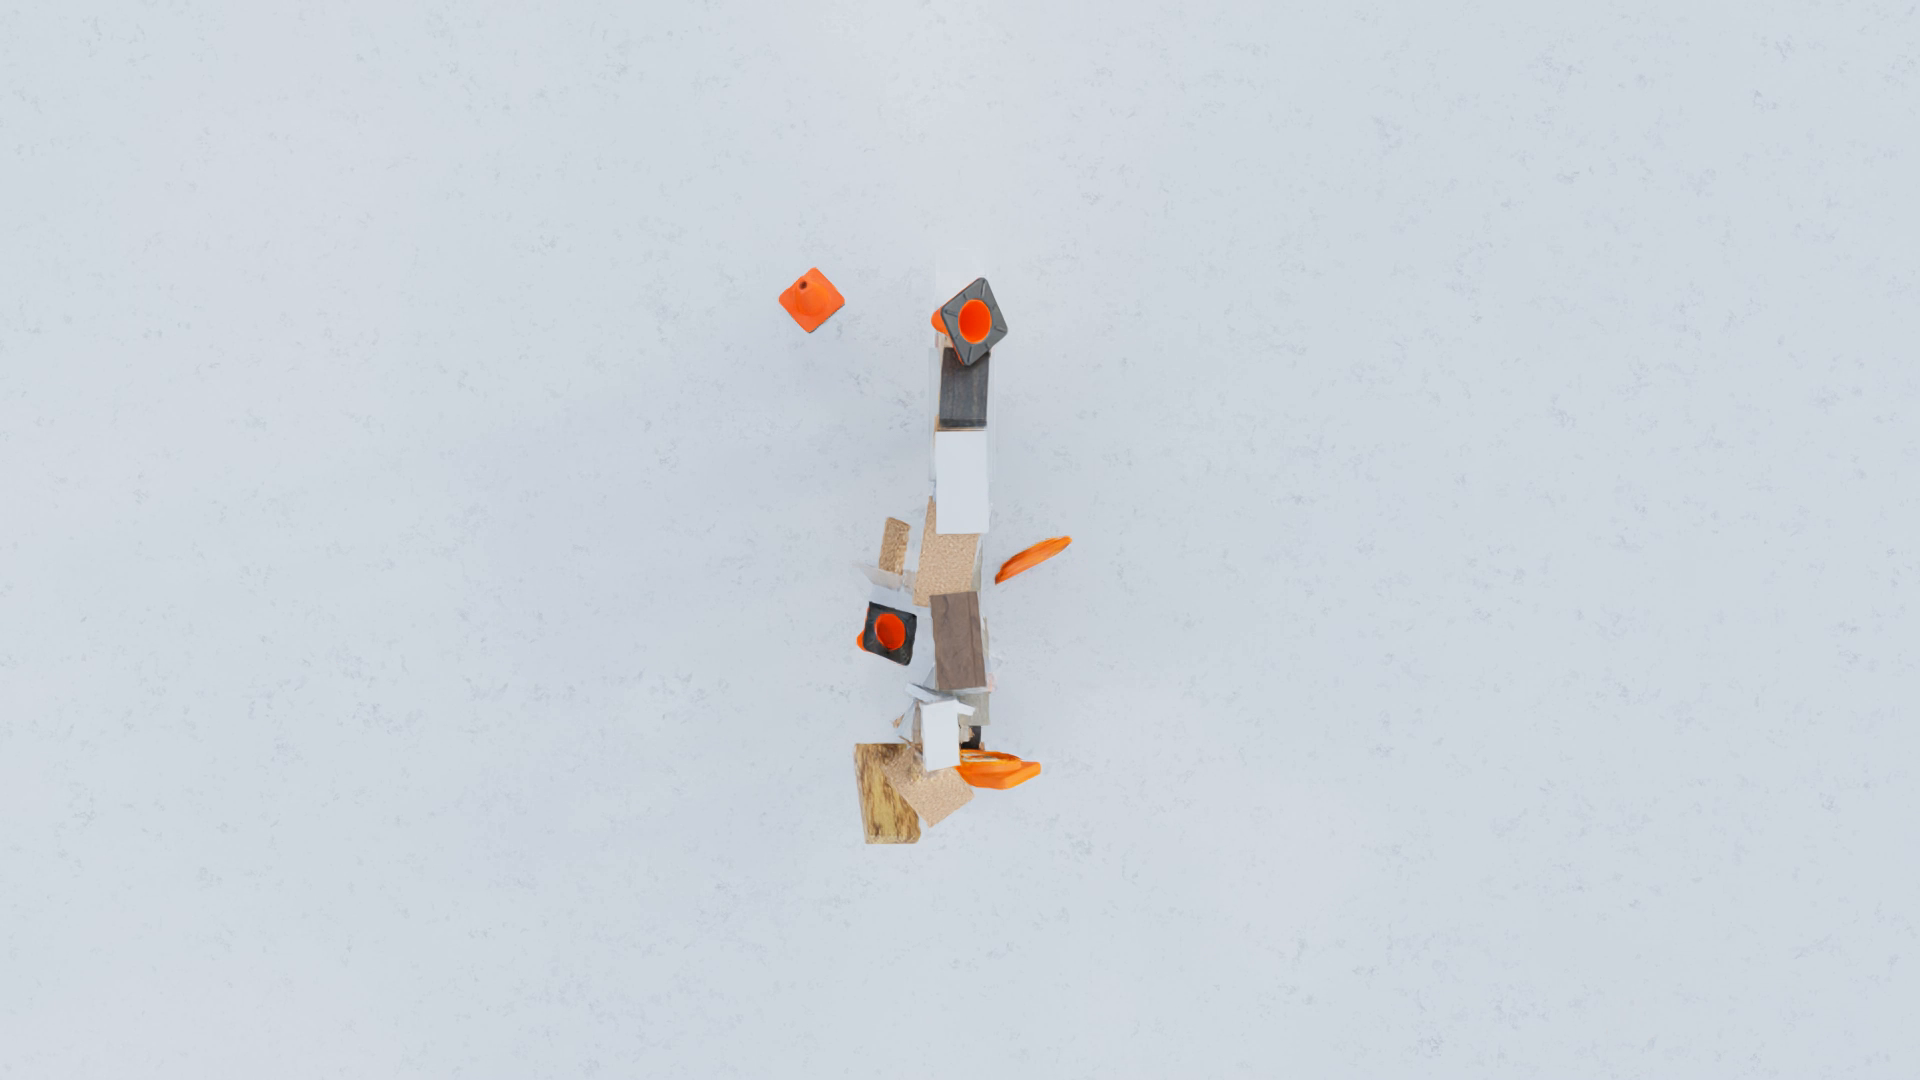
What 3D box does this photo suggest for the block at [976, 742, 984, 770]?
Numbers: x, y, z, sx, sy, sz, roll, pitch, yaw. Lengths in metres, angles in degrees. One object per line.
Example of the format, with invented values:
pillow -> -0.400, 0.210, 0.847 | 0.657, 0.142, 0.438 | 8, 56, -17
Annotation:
block -> -0.005, 0.692, 5.335 | 0.163, 0.326, 0.046 | 5, 91, 1

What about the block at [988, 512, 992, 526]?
block -> 0.002, -0.068, 4.778 | 0.174, 0.362, 0.049 | 2, 90, 0

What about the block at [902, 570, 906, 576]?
block -> -0.113, 0.117, 5.081 | 0.202, 0.101, 0.029 | 6, 95, -32

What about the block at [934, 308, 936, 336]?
block -> -0.001, -0.559, 5.155 | 0.161, 0.046, 0.322 | 0, 90, 0

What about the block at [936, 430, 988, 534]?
block -> 0.004, -0.144, 4.139 | 0.127, 0.036, 0.255 | -1, 91, -1

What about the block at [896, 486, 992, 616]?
block -> -0.044, 0.041, 4.584 | 0.174, 0.049, 0.348 | 17, 98, -2

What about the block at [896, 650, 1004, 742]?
block -> -0.031, 0.449, 4.767 | 0.168, 0.048, 0.336 | 29, 95, -1

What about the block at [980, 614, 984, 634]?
block -> -0.004, 0.211, 4.288 | 0.120, 0.240, 0.034 | 4, 81, 4

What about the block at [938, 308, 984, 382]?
block -> 0.005, -0.499, 4.369 | 0.120, 0.034, 0.333 | -1, 45, -2

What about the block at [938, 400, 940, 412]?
block -> 0.006, -0.362, 4.293 | 0.120, 0.239, 0.034 | -1, 112, 0

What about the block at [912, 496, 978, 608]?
block -> -0.031, 0.037, 4.250 | 0.141, 0.040, 0.282 | 9, 96, 0

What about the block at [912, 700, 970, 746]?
block -> -0.051, 0.502, 4.593 | 0.153, 0.306, 0.043 | -6, 100, 2

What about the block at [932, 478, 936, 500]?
block -> -0.004, -0.131, 4.285 | 0.127, 0.255, 0.036 | 7, 100, -1

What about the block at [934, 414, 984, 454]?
block -> -0.004, -0.278, 4.284 | 0.127, 0.255, 0.036 | 0, 109, 0

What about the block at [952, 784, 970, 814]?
block -> -0.001, 0.814, 5.348 | 0.071, 0.020, 0.142 | 0, 90, 0

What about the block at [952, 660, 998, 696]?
block -> 0.034, 0.359, 4.289 | 0.120, 0.240, 0.034 | -7, 74, 2

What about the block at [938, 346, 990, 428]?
block -> 0.012, -0.389, 4.185 | 0.120, 0.034, 0.239 | 1, 55, 3

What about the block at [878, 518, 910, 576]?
block -> -0.204, 0.041, 5.016 | 0.029, 0.101, 0.202 | 4, 101, -32

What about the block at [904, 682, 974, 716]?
block -> -0.052, 0.417, 4.302 | 0.090, 0.203, 0.026 | 23, 89, 36

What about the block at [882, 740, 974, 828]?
block -> -0.083, 0.662, 4.499 | 0.153, 0.306, 0.043 | -35, 49, -2

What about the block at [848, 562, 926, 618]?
block -> -0.210, 0.141, 4.796 | 0.174, 0.348, 0.049 | 16, 96, -16

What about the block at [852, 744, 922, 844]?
block -> -0.212, 0.725, 4.736 | 0.153, 0.043, 0.306 | 2, 50, -17

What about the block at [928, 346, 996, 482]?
block -> 0.005, -0.338, 4.435 | 0.178, 0.050, 0.356 | 0, 90, 0

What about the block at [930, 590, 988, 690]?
block -> -0.004, 0.253, 4.150 | 0.120, 0.034, 0.240 | -5, 91, 5

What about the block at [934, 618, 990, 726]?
block -> 0.006, 0.353, 4.431 | 0.143, 0.041, 0.286 | -1, 89, 1

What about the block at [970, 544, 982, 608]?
block -> -0.001, 0.074, 5.198 | 0.141, 0.040, 0.282 | 1, 90, 0

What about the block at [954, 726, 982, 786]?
block -> -0.015, 0.592, 5.149 | 0.163, 0.046, 0.326 | 7, 90, 1

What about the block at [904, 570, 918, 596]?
block -> -0.077, 0.133, 4.426 | 0.141, 0.282, 0.040 | 16, 83, 1

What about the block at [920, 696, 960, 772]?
block -> -0.051, 0.494, 4.209 | 0.090, 0.026, 0.180 | -9, 108, -17

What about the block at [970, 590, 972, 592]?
block -> -0.007, 0.263, 4.936 | 0.112, 0.032, 0.224 | 1, 89, -1

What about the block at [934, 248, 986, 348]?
block -> 0.002, -0.659, 4.523 | 0.137, 0.039, 0.275 | 1, 90, 0

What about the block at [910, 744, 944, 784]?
block -> -0.079, 0.574, 4.322 | 0.090, 0.180, 0.025 | -24, 61, -20

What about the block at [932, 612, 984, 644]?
block -> -0.002, 0.248, 4.687 | 0.143, 0.464, 0.041 | 5, 94, -1

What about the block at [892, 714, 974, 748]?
block -> -0.078, 0.568, 4.965 | 0.168, 0.336, 0.048 | -32, 64, 1
